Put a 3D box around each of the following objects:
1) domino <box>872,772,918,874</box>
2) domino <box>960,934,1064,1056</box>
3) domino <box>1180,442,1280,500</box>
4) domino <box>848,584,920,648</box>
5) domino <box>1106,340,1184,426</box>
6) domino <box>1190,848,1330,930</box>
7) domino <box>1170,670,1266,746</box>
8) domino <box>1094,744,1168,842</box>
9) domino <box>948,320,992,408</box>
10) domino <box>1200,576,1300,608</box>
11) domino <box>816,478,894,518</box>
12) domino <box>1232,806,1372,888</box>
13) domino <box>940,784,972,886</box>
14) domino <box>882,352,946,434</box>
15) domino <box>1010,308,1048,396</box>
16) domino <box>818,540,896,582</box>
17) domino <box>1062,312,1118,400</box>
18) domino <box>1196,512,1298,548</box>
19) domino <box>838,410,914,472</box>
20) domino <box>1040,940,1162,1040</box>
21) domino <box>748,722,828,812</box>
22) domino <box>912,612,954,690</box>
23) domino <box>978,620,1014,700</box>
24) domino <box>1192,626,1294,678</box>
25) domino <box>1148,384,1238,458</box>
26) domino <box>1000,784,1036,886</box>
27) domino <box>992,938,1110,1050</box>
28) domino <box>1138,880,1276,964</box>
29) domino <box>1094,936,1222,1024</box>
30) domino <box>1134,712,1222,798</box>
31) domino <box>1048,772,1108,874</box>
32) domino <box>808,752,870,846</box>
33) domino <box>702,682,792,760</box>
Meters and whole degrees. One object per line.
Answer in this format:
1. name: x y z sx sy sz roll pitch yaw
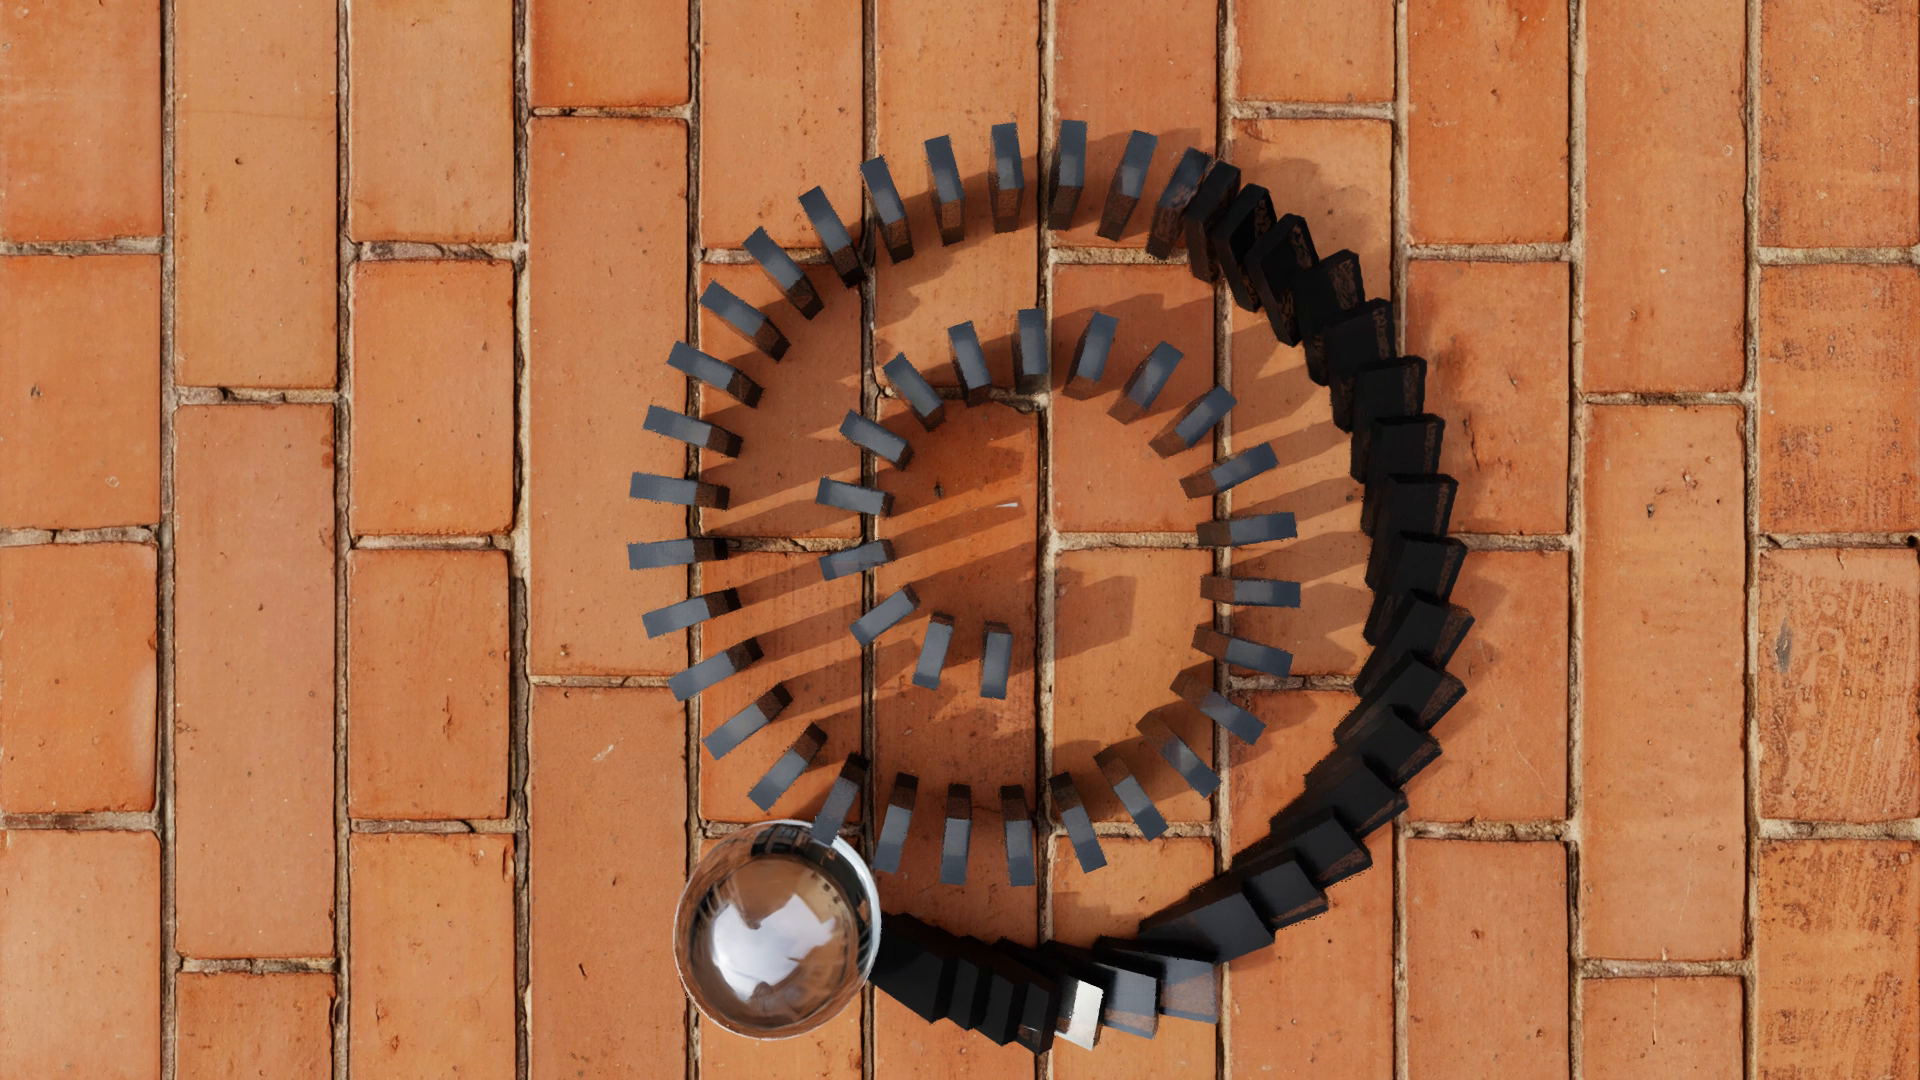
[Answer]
1. domino: -0.026 0.114 0.375 0.009 0.050 0.025 15 90 0
2. domino: 0.017 0.187 0.380 0.050 0.010 0.025 10 90 41
3. domino: 0.109 -0.028 0.375 0.025 0.050 0.009 -27 90 0
4. domino: -0.030 0.030 0.375 0.025 0.050 0.009 -36 90 0
5. domino: 0.075 -0.063 0.375 0.010 0.050 0.025 33 90 0
6. domino: 0.125 0.151 0.386 0.050 0.009 0.025 -34 91 24
7. domino: 0.104 0.068 0.375 0.025 0.050 0.010 34 90 0
8. domino: 0.069 0.102 0.375 0.009 0.050 0.025 -34 90 0
9. domino: 0.004 -0.071 0.375 0.009 0.050 0.025 -19 90 0
10. domino: 0.118 0.021 0.375 0.025 0.050 0.009 2 90 0
11. domino: -0.042 -0.017 0.375 0.025 0.050 0.010 12 90 0
12. domino: 0.143 0.135 0.386 0.050 0.009 0.025 -39 90 24
13. domino: -0.001 0.119 0.375 0.009 0.050 0.025 6 90 0
14. domino: -0.018 -0.059 0.375 0.009 0.050 0.025 -40 90 0
15. domino: 0.028 -0.076 0.375 0.009 0.050 0.025 -5 90 0
16. domino: -0.041 0.008 0.375 0.025 0.050 0.010 -17 90 0
17. domino: 0.053 -0.074 0.375 0.010 0.050 0.025 17 90 0
18. domino: 0.116 -0.004 0.375 0.025 0.050 0.010 -9 90 0
19. domino: -0.033 -0.040 0.375 0.025 0.050 0.010 29 90 0
20. domino: 0.058 0.188 0.385 0.050 0.010 0.025 4 90 26
21. domino: -0.069 0.092 0.375 0.009 0.050 0.025 43 90 0
22. domino: -0.010 0.044 0.375 0.009 0.050 0.025 16 90 0
23. domino: 0.014 0.048 0.375 0.009 0.050 0.025 7 90 0
24. domino: 0.114 0.045 0.375 0.025 0.050 0.009 15 90 0
25. domino: 0.094 -0.047 0.375 0.025 0.050 0.009 -45 90 0
26. domino: 0.023 0.120 0.375 0.010 0.050 0.025 -4 90 0
27. domino: 0.036 0.189 0.384 0.050 0.010 0.025 10 90 28
28. domino: 0.103 0.165 0.386 0.050 0.009 0.025 -34 90 23
29. domino: 0.082 0.184 0.385 0.050 0.009 0.025 -3 91 26
30. domino: 0.088 0.087 0.375 0.010 0.050 0.025 -44 90 0
31. domino: 0.047 0.114 0.375 0.010 0.050 0.025 -22 90 0
32. domino: -0.048 0.104 0.374 0.009 0.050 0.025 27 87 0
33. domino: -0.086 0.073 0.375 0.025 0.050 0.010 -36 90 0
